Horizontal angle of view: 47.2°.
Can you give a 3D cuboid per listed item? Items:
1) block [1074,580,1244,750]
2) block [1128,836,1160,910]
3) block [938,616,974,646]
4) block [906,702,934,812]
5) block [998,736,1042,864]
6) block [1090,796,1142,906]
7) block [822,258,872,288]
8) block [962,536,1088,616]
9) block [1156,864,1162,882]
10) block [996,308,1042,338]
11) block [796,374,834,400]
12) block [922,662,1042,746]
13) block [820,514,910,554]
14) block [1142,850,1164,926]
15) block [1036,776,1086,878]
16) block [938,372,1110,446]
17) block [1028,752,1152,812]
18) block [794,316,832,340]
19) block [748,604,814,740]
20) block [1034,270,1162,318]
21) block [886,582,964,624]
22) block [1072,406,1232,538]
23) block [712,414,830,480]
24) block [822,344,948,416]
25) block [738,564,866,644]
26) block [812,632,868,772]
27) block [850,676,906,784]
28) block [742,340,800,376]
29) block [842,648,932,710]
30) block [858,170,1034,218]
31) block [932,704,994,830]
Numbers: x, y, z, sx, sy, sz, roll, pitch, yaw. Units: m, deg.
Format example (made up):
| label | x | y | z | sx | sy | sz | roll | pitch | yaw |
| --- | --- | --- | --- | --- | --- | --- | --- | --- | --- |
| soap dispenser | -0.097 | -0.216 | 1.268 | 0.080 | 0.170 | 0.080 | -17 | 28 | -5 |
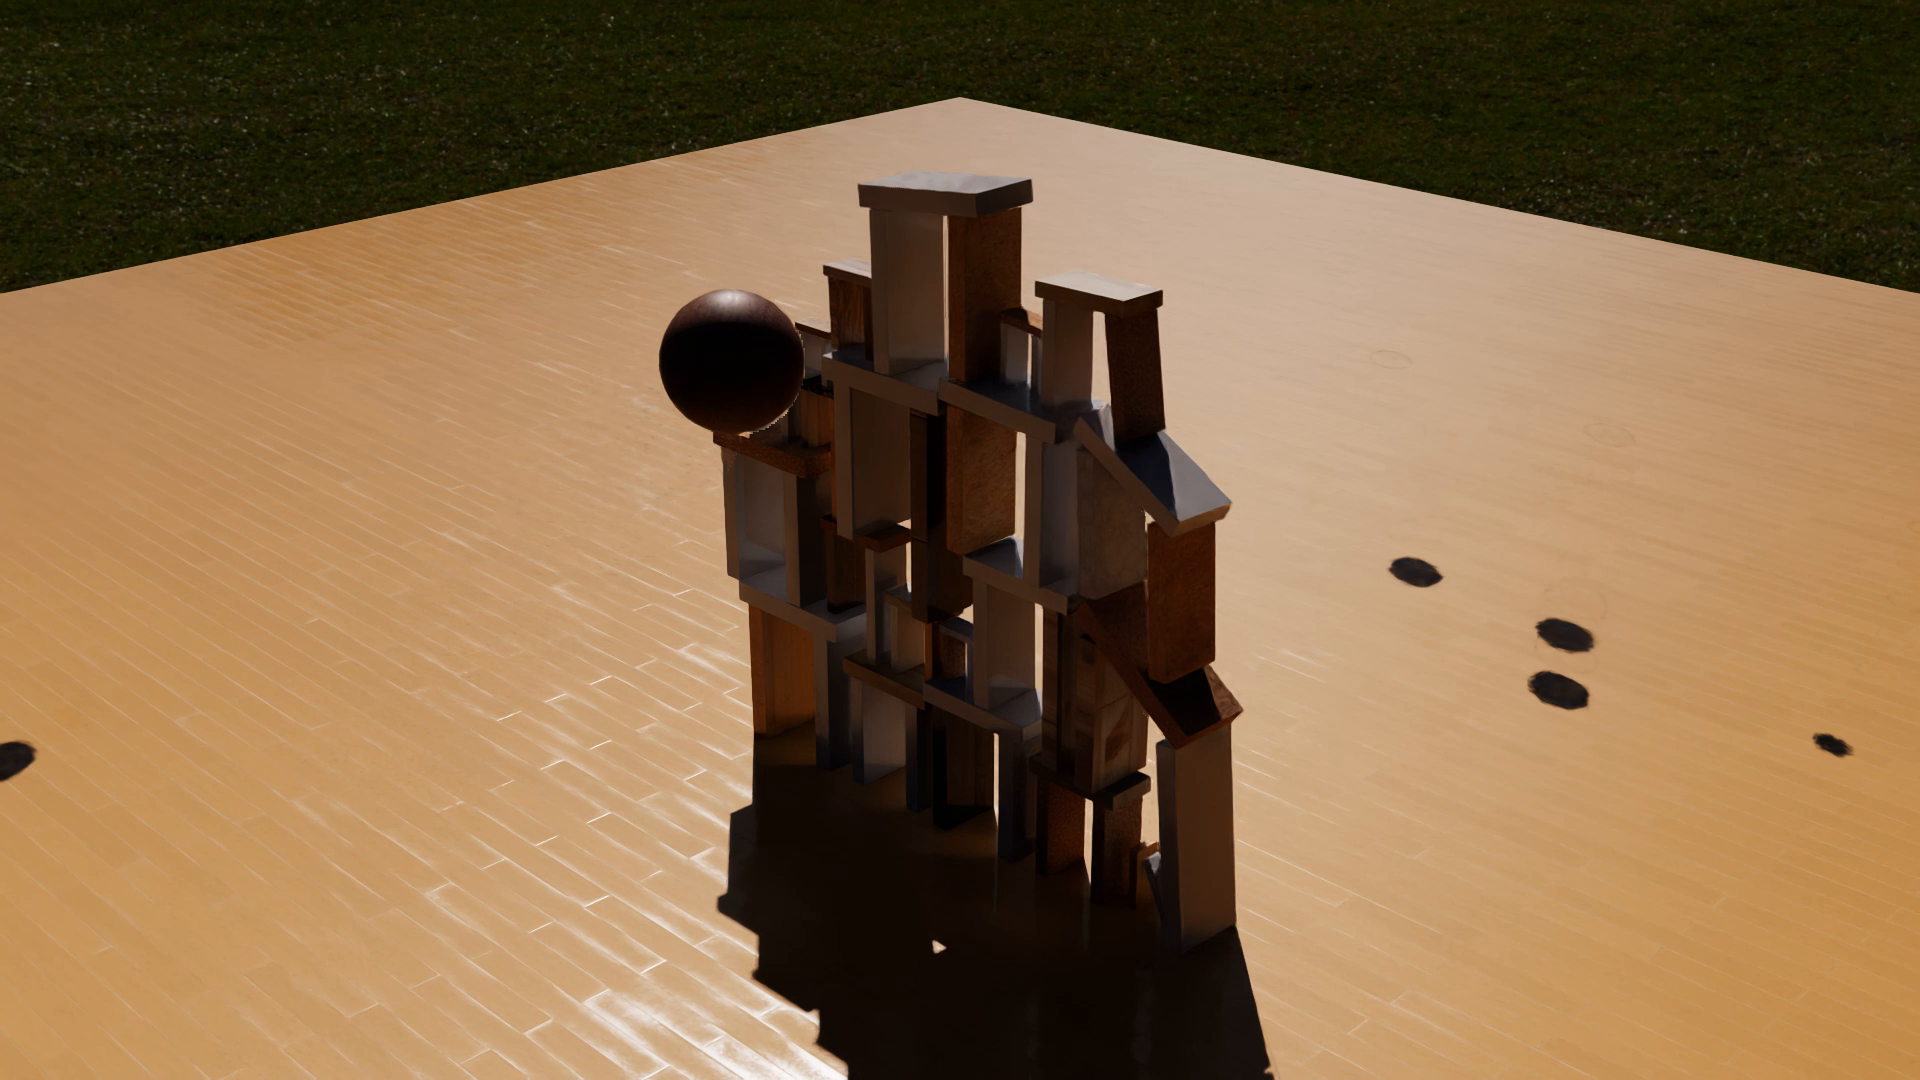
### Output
| label | x | y | z | sx | sy | sz | roll | pitch | yaw |
| --- | --- | --- | --- | --- | --- | --- | --- | --- | --- |
| block | 0.354 | 0.217 | 3.922 | 0.153 | 0.043 | 0.307 | -20 | 66 | -40 |
| block | 0.345 | 0.626 | 4.123 | 0.018 | 0.128 | 0.064 | 21 | 31 | 41 |
| block | 0.012 | 0.178 | 4.274 | 0.050 | 0.014 | 0.101 | -22 | 32 | -40 |
| block | -0.055 | 0.421 | 4.461 | 0.034 | 0.240 | 0.120 | 21 | 31 | 41 |
| block | 0.135 | 0.482 | 4.278 | 0.135 | 0.270 | 0.038 | -22 | 31 | -40 |
| block | 0.295 | 0.572 | 4.140 | 0.030 | 0.213 | 0.107 | 21 | 31 | 41 |
| block | -0.187 | -0.512 | 4.214 | 0.145 | 0.021 | 0.072 | 21 | 31 | 41 |
| block | 0.146 | 0.065 | 4.091 | 0.265 | 0.037 | 0.132 | 21 | 31 | 40 |
| block | 0.398 | 0.566 | 4.035 | 0.064 | 0.128 | 0.018 | -24 | 47 | -38 |
| block | 0.126 | -0.390 | 3.935 | 0.057 | 0.016 | 0.113 | -16 | 32 | -41 |
| block | -0.260 | -0.307 | 4.381 | 0.127 | 0.018 | 0.063 | 21 | 31 | 40 |
| block | 0.070 | 0.315 | 4.276 | 0.135 | 0.038 | 0.270 | -22 | 31 | -40 |
| block | -0.190 | -0.022 | 4.426 | 0.089 | 0.025 | 0.177 | -21 | 31 | -41 |
| block | 0.385 | 0.643 | 4.087 | 0.064 | 0.128 | 0.018 | -21 | 5 | -41 |
| block | 0.194 | 0.532 | 4.233 | 0.030 | 0.213 | 0.107 | 21 | 31 | 41 |
| block | 0.113 | -0.251 | 3.982 | 0.288 | 0.041 | 0.144 | 25 | 33 | 39 |
| block | 0.244 | 0.440 | 4.138 | 0.107 | 0.030 | 0.213 | -21 | 31 | -40 |
| block | -0.275 | -0.419 | 4.347 | 0.101 | 0.014 | 0.050 | 21 | 31 | 40 |
| block | -0.378 | 0.261 | 4.751 | 0.044 | 0.308 | 0.154 | 21 | 31 | 41 |
| block | 0.238 | -0.425 | 3.786 | 0.203 | 0.029 | 0.102 | 19 | 29 | 41 |
| block | -0.071 | 0.124 | 4.360 | 0.074 | 0.021 | 0.148 | -21 | 31 | -40 |
| block | 0.332 | -0.127 | 3.804 | 0.136 | 0.039 | 0.273 | -19 | 57 | -39 |
| block | -0.360 | -0.201 | 4.533 | 0.146 | 0.041 | 0.292 | -21 | 31 | -40 |
| block | -0.097 | -0.315 | 4.203 | 0.161 | 0.046 | 0.321 | -22 | 31 | -40 |
| block | -0.306 | 0.128 | 4.616 | 0.308 | 0.044 | 0.154 | 21 | 31 | 41 |
| block | -0.233 | 0.318 | 4.618 | 0.044 | 0.308 | 0.154 | 21 | 31 | 41 |
| block | -0.168 | 0.377 | 4.565 | 0.034 | 0.240 | 0.120 | 21 | 31 | 41 |
| block | -0.364 | -0.370 | 4.462 | 0.076 | 0.022 | 0.152 | -21 | 31 | -41 |
| block | -0.112 | 0.273 | 4.460 | 0.240 | 0.034 | 0.120 | 21 | 31 | 41 |
| block | -0.028 | -0.630 | 3.992 | 0.297 | 0.042 | 0.148 | 13 | 26 | 42 |
| block | 0.008 | 0.432 | 4.396 | 0.135 | 0.270 | 0.038 | -22 | 31 | -40 |
